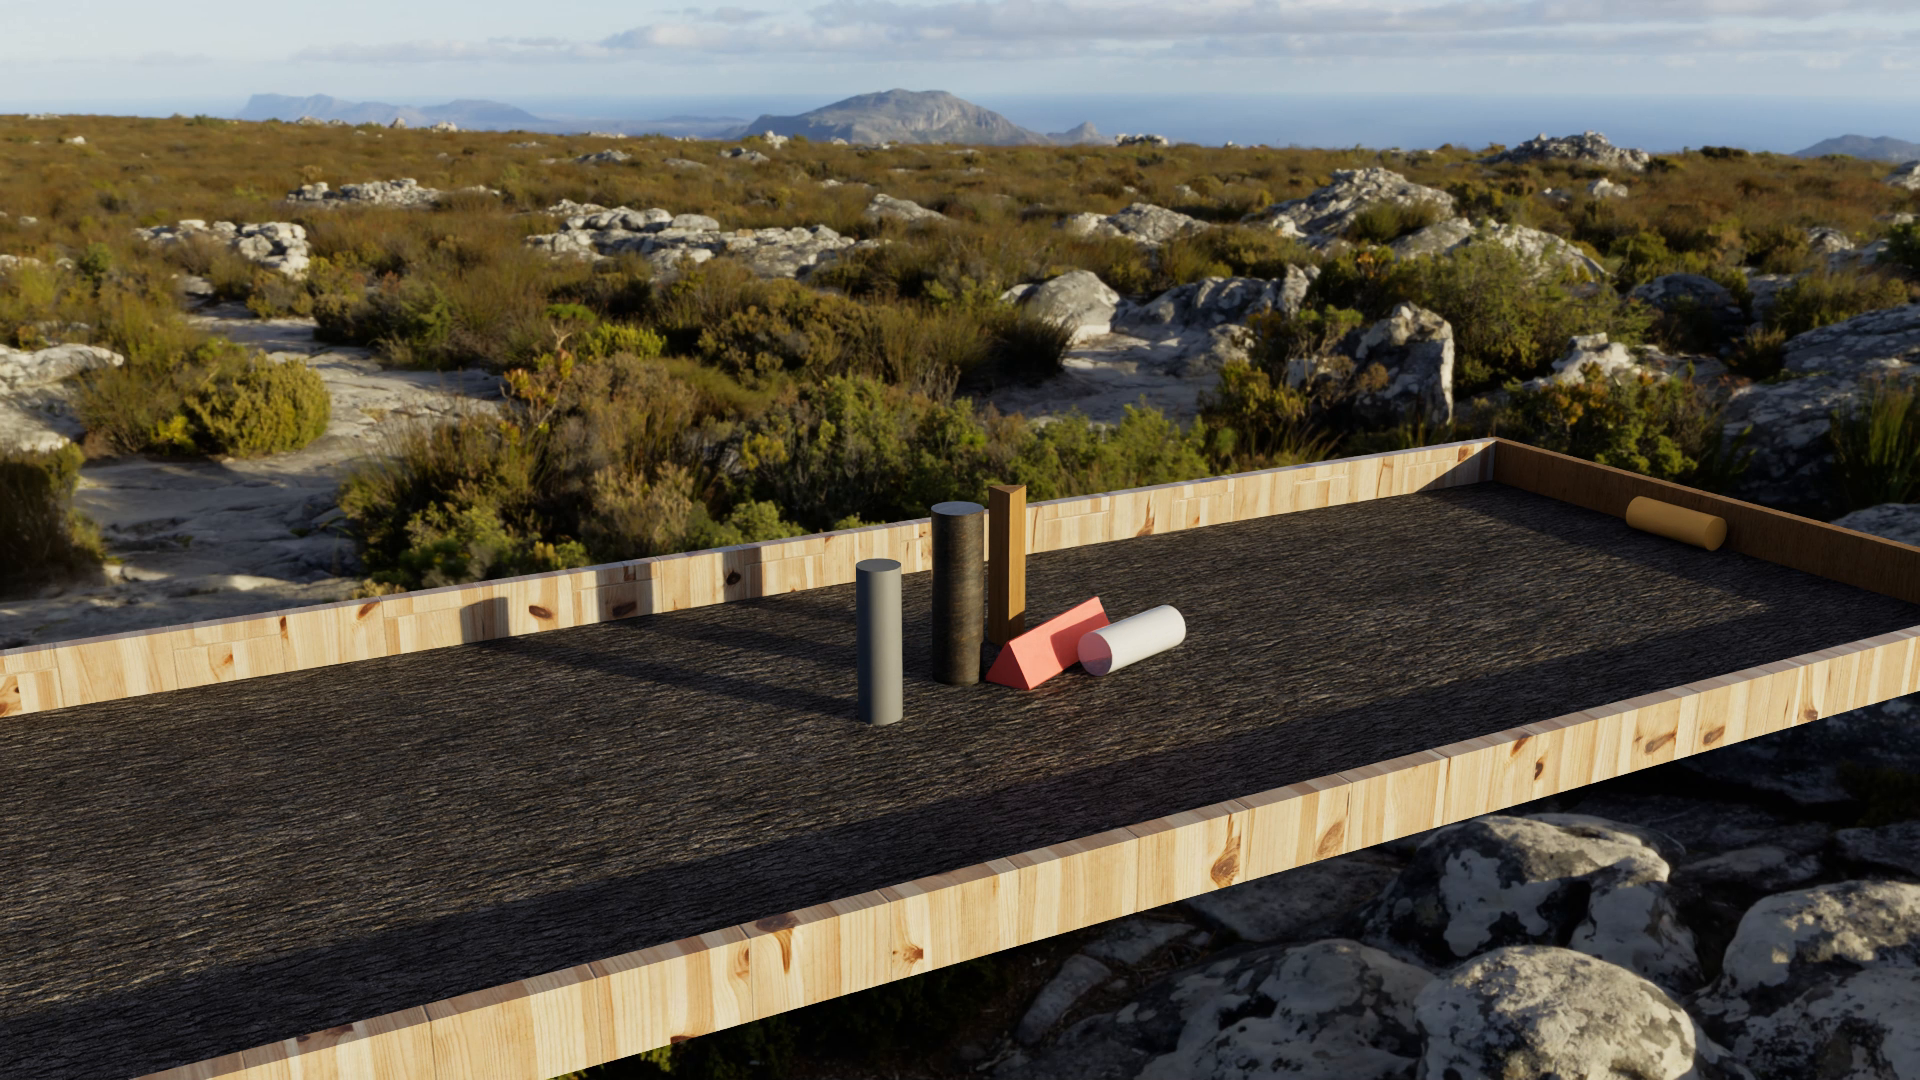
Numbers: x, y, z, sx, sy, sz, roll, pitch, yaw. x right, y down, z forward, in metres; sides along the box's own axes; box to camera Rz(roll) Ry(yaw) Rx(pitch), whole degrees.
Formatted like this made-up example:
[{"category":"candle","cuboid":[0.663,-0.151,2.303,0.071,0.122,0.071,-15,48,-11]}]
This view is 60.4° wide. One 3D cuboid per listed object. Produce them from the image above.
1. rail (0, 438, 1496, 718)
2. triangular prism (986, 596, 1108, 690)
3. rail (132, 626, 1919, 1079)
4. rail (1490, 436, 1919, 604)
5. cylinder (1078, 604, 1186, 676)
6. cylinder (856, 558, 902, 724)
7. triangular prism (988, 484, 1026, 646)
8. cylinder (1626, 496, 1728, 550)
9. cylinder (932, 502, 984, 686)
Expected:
[{"category":"rail","cuboid":[-3.305,0.497,3.399,12.000,0.150,0.050,-9,18,-27]},{"category":"triangular prism","cuboid":[0.242,0.255,4.273,0.131,0.113,0.438,11,20,33]},{"category":"rail","cuboid":[-2.336,1.006,1.665,12.000,0.150,0.050,-9,18,-27]},{"category":"rail","cuboid":[2.466,-0.048,5.253,0.050,0.150,2.100,-9,18,-27]},{"category":"cylinder","cuboid":[0.447,0.258,4.273,0.115,0.115,0.302,15,22,42]},{"category":"cylinder","cuboid":[-0.189,0.238,3.876,0.106,0.376,0.106,0,16,0]},{"category":"triangular prism","cuboid":[0.138,0.068,4.365,0.084,0.428,0.097,-11,20,-34]},{"category":"cylinder","cuboid":[2.322,-0.056,5.352,0.109,0.109,0.300,-9,19,-27]},{"category":"cylinder","cuboid":[-0.006,0.134,4.117,0.131,0.442,0.131,0,16,0]}]
